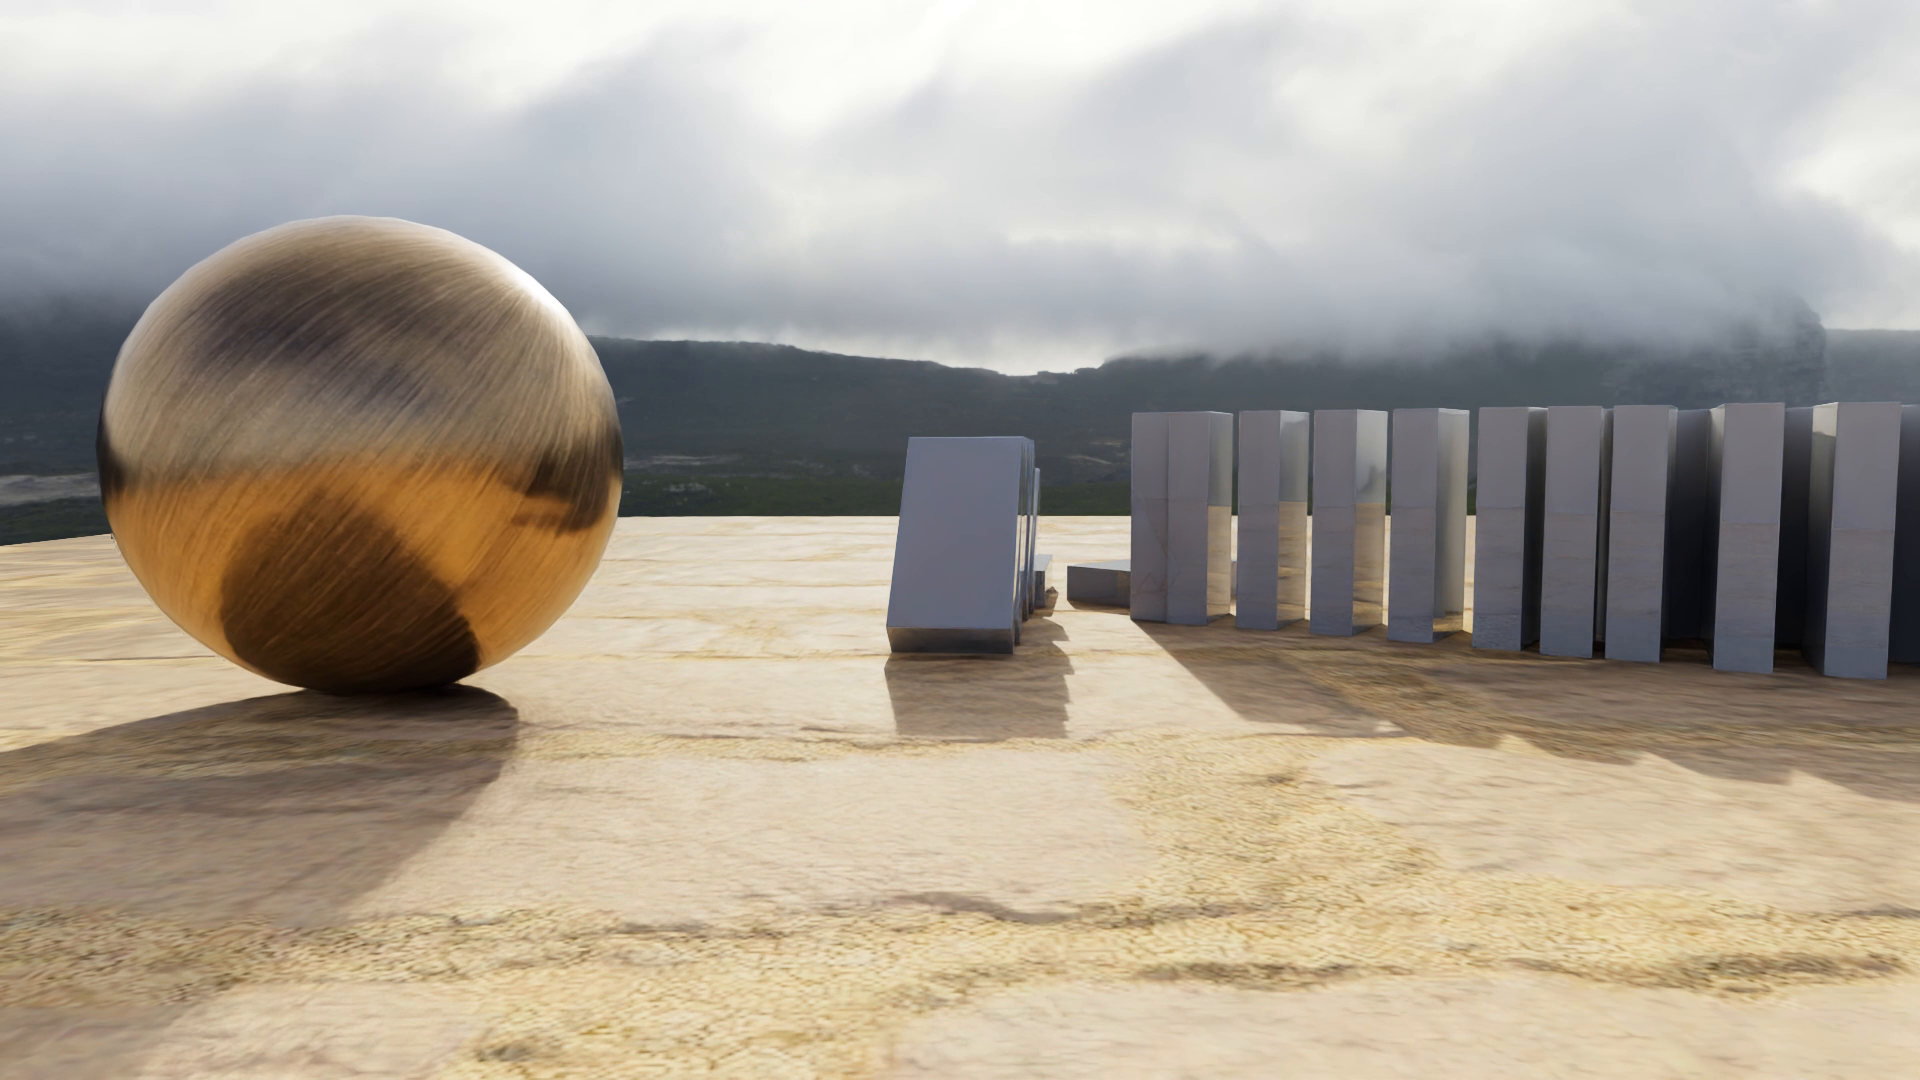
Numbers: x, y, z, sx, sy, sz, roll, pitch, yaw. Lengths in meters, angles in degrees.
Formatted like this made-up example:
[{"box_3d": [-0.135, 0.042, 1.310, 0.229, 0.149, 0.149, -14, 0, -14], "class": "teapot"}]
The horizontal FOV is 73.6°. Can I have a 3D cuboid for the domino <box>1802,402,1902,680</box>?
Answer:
[{"box_3d": [0.168, -0.001, 0.243, 0.009, 0.050, 0.025, 2, 5, 25], "class": "domino"}]

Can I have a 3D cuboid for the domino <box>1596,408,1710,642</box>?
[{"box_3d": [0.149, -0.004, 0.281, 0.025, 0.050, 0.009, -1, 4, -17], "class": "domino"}]

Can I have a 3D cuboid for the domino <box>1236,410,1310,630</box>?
[{"box_3d": [0.074, -0.005, 0.304, 0.009, 0.050, 0.025, 2, 5, 30], "class": "domino"}]

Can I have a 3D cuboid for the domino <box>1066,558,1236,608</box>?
[{"box_3d": [0.056, 0.011, 0.358, 0.050, 0.009, 0.025, -4, 6, -45], "class": "domino"}]

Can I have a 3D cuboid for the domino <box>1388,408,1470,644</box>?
[{"box_3d": [0.104, -0.004, 0.284, 0.009, 0.050, 0.025, 3, 5, 35], "class": "domino"}]

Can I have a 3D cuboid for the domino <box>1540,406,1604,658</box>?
[{"box_3d": [0.127, -0.002, 0.266, 0.009, 0.050, 0.025, 2, 5, 28], "class": "domino"}]

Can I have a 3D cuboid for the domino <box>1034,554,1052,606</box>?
[{"box_3d": [0.013, 0.011, 0.361, 0.025, 0.010, 0.050, 0, 4, 6], "class": "domino"}]

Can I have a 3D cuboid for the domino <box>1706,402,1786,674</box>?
[{"box_3d": [0.152, -0.001, 0.249, 0.009, 0.050, 0.025, 2, 5, 28], "class": "domino"}]

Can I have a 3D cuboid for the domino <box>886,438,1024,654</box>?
[{"box_3d": [0.000, 0.000, 0.272, 0.025, 0.050, 0.009, 0, -37, 6], "class": "domino"}]

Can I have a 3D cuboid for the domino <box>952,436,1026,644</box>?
[{"box_3d": [0.001, -0.001, 0.284, 0.025, 0.050, 0.009, 0, -37, 6], "class": "domino"}]

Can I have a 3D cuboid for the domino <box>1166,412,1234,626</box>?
[{"box_3d": [0.059, -0.006, 0.312, 0.009, 0.050, 0.025, 2, 5, 24], "class": "domino"}]

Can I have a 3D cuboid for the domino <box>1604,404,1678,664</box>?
[{"box_3d": [0.138, -0.002, 0.260, 0.009, 0.050, 0.025, 3, 5, 32], "class": "domino"}]

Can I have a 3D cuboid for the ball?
[{"box_3d": [-0.098, -0.014, 0.217, 0.080, 0.080, 0.080, 0, 4, 0], "class": "ball"}]

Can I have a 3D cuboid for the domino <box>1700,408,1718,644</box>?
[{"box_3d": [0.164, -0.003, 0.271, 0.010, 0.050, 0.025, 2, 5, 24], "class": "domino"}]

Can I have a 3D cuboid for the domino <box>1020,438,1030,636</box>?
[{"box_3d": [0.002, -0.002, 0.297, 0.025, 0.050, 0.009, 0, -37, 6], "class": "domino"}]

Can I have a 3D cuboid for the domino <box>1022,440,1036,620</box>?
[{"box_3d": [0.005, -0.003, 0.322, 0.025, 0.050, 0.009, 0, -38, 6], "class": "domino"}]

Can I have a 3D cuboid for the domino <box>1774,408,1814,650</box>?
[{"box_3d": [0.179, -0.002, 0.267, 0.009, 0.050, 0.025, -1, 4, -10], "class": "domino"}]

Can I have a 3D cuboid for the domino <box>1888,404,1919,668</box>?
[{"box_3d": [0.187, -0.001, 0.241, 0.010, 0.050, 0.025, 0, 4, -2], "class": "domino"}]

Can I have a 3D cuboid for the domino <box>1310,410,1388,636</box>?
[{"box_3d": [0.089, -0.005, 0.294, 0.010, 0.050, 0.025, 3, 5, 33], "class": "domino"}]

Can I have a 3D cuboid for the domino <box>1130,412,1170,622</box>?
[{"box_3d": [0.050, -0.006, 0.319, 0.009, 0.050, 0.025, 2, 5, 23], "class": "domino"}]

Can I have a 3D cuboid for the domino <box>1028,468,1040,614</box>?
[{"box_3d": [0.008, -0.001, 0.339, 0.025, 0.010, 0.050, 0, 38, 6], "class": "domino"}]

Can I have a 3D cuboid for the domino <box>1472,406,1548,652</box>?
[{"box_3d": [0.118, -0.003, 0.274, 0.009, 0.050, 0.025, 3, 5, 36], "class": "domino"}]
